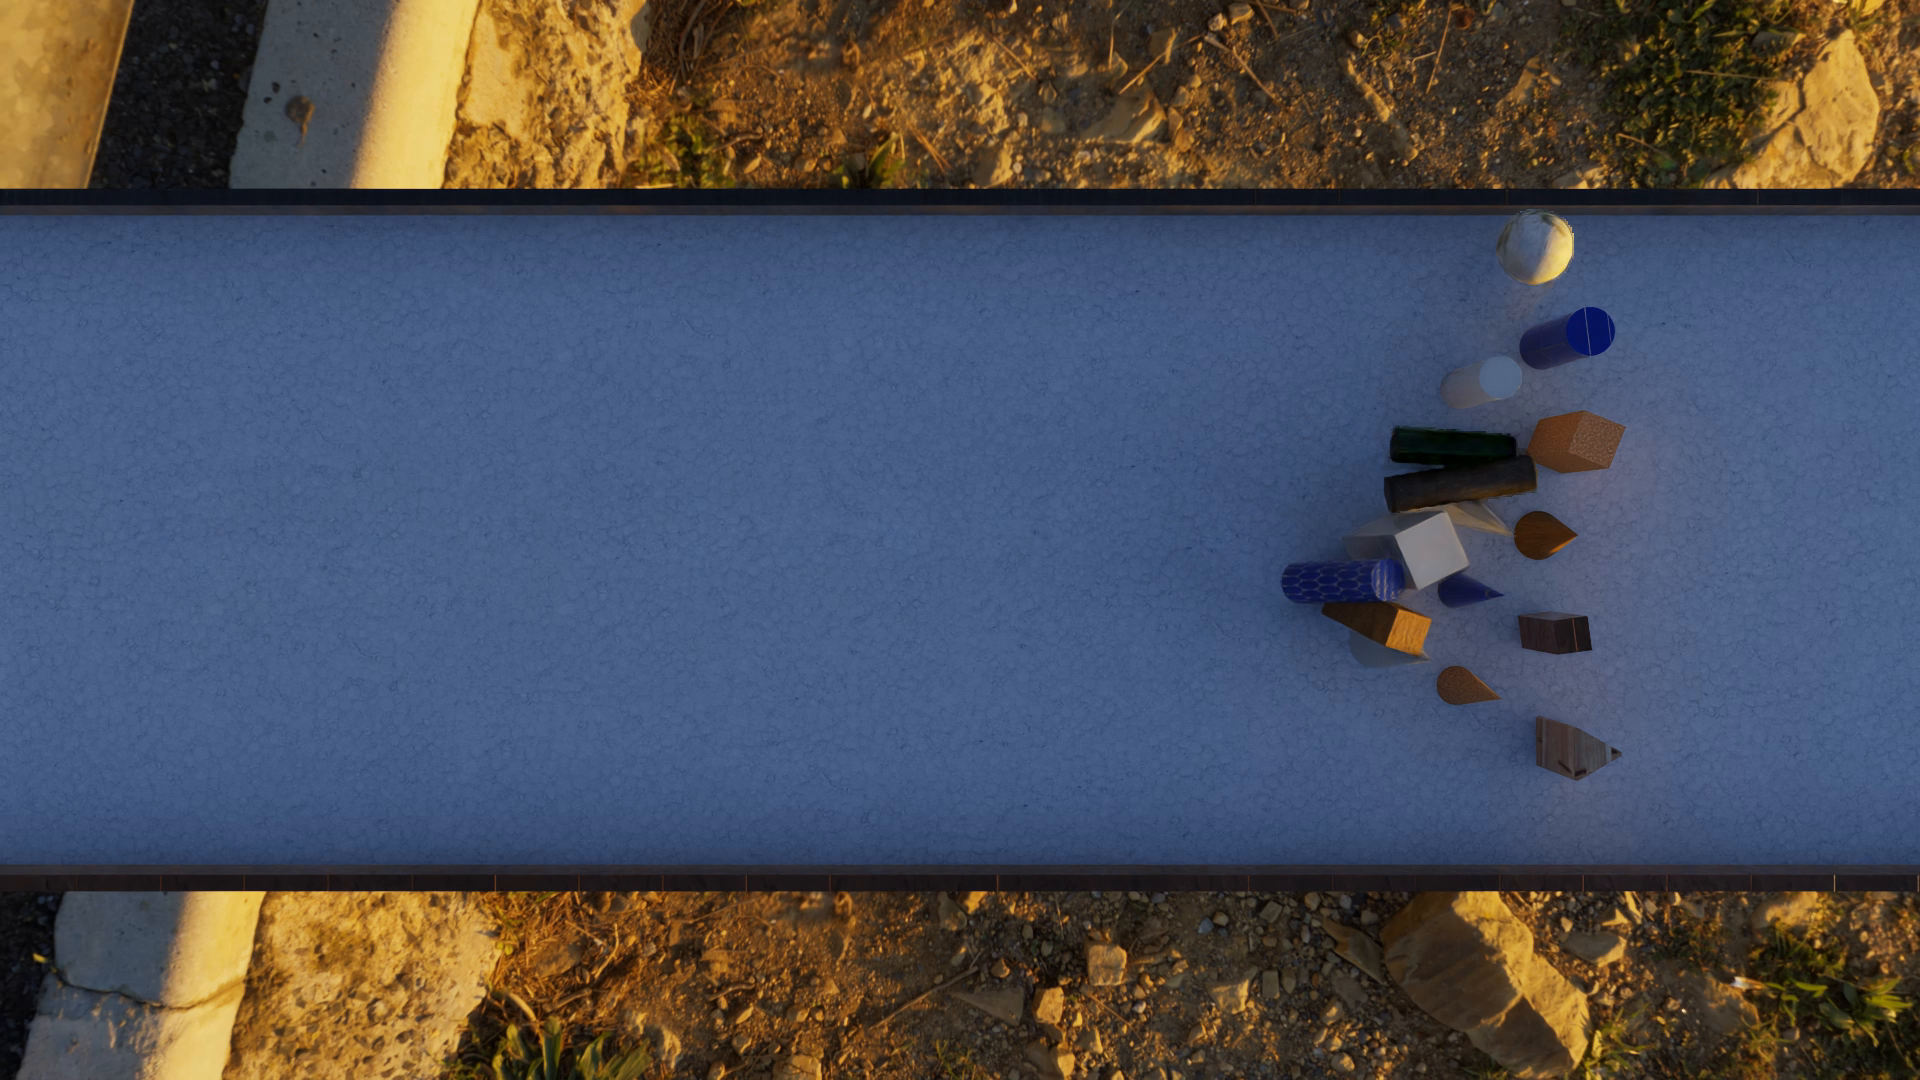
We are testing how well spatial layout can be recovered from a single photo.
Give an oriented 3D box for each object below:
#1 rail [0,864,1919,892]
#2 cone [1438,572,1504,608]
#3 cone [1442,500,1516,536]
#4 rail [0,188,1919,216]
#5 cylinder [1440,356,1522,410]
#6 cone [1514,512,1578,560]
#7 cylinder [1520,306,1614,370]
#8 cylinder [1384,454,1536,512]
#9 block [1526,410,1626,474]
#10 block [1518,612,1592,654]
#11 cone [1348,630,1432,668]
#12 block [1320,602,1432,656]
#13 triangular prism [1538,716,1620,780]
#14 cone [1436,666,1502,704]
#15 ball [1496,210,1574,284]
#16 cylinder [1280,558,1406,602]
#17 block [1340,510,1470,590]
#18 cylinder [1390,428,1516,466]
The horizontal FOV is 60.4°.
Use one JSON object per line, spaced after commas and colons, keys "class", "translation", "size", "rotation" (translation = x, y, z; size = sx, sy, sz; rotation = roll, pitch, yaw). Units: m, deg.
{"class": "rail", "translation": [-2.247, 1.025, 5.001], "size": [12.000, 0.150, 0.050], "rotation": [0, 90, 0]}
{"class": "cone", "translation": [1.527, 0.155, 4.849], "size": [0.113, 0.456, 0.113], "rotation": [0, 90, 0]}
{"class": "cone", "translation": [1.567, -0.059, 4.907], "size": [0.113, 0.319, 0.113], "rotation": [-4, 108, -13]}
{"class": "rail", "translation": [-2.247, -1.025, 5.002], "size": [12.000, 0.150, 0.050], "rotation": [0, 90, 0]}
{"class": "cylinder", "translation": [1.539, -0.464, 4.888], "size": [0.123, 0.378, 0.123], "rotation": [0, 90, 0]}
{"class": "cone", "translation": [1.780, -0.014, 4.911], "size": [0.150, 0.330, 0.150], "rotation": [0, 90, 0]}
{"class": "cylinder", "translation": [1.791, -0.593, 4.881], "size": [0.139, 0.391, 0.139], "rotation": [0, 90, 0]}
{"class": "cylinder", "translation": [1.499, -0.169, 4.955], "size": [0.424, 0.109, 0.109], "rotation": [-9, 90, 5]}
{"class": "block", "translation": [1.818, -0.288, 4.893], "size": [0.128, 0.368, 0.128], "rotation": [22, 90, 0]}
{"class": "block", "translation": [1.773, 0.276, 4.924], "size": [0.100, 0.304, 0.100], "rotation": [-8, 90, 0]}
{"class": "cone", "translation": [1.299, 0.325, 4.848], "size": [0.160, 0.438, 0.160], "rotation": [0, 93, -7]}
{"class": "block", "translation": [1.222, 0.225, 4.864], "size": [0.112, 0.401, 0.112], "rotation": [17, 96, -17]}
{"class": "triangular prism", "translation": [1.810, 0.599, 4.917], "size": [0.153, 0.318, 0.132], "rotation": [-31, 90, 0]}
{"class": "cone", "translation": [1.527, 0.448, 4.860], "size": [0.121, 0.432, 0.121], "rotation": [0, 90, 0]}
{"class": "ball", "translation": [1.693, -0.861, 4.859], "size": [0.213, 0.213, 0.213], "rotation": [0, 90, 0]}
{"class": "cylinder", "translation": [1.124, 0.122, 4.862], "size": [0.123, 0.418, 0.123], "rotation": [1, 87, -26]}
{"class": "block", "translation": [1.306, 0.030, 4.863], "size": [0.170, 0.397, 0.170], "rotation": [-25, 93, -8]}
{"class": "cylinder", "translation": [1.501, -0.277, 5.023], "size": [0.354, 0.107, 0.107], "rotation": [5, 90, 0]}
